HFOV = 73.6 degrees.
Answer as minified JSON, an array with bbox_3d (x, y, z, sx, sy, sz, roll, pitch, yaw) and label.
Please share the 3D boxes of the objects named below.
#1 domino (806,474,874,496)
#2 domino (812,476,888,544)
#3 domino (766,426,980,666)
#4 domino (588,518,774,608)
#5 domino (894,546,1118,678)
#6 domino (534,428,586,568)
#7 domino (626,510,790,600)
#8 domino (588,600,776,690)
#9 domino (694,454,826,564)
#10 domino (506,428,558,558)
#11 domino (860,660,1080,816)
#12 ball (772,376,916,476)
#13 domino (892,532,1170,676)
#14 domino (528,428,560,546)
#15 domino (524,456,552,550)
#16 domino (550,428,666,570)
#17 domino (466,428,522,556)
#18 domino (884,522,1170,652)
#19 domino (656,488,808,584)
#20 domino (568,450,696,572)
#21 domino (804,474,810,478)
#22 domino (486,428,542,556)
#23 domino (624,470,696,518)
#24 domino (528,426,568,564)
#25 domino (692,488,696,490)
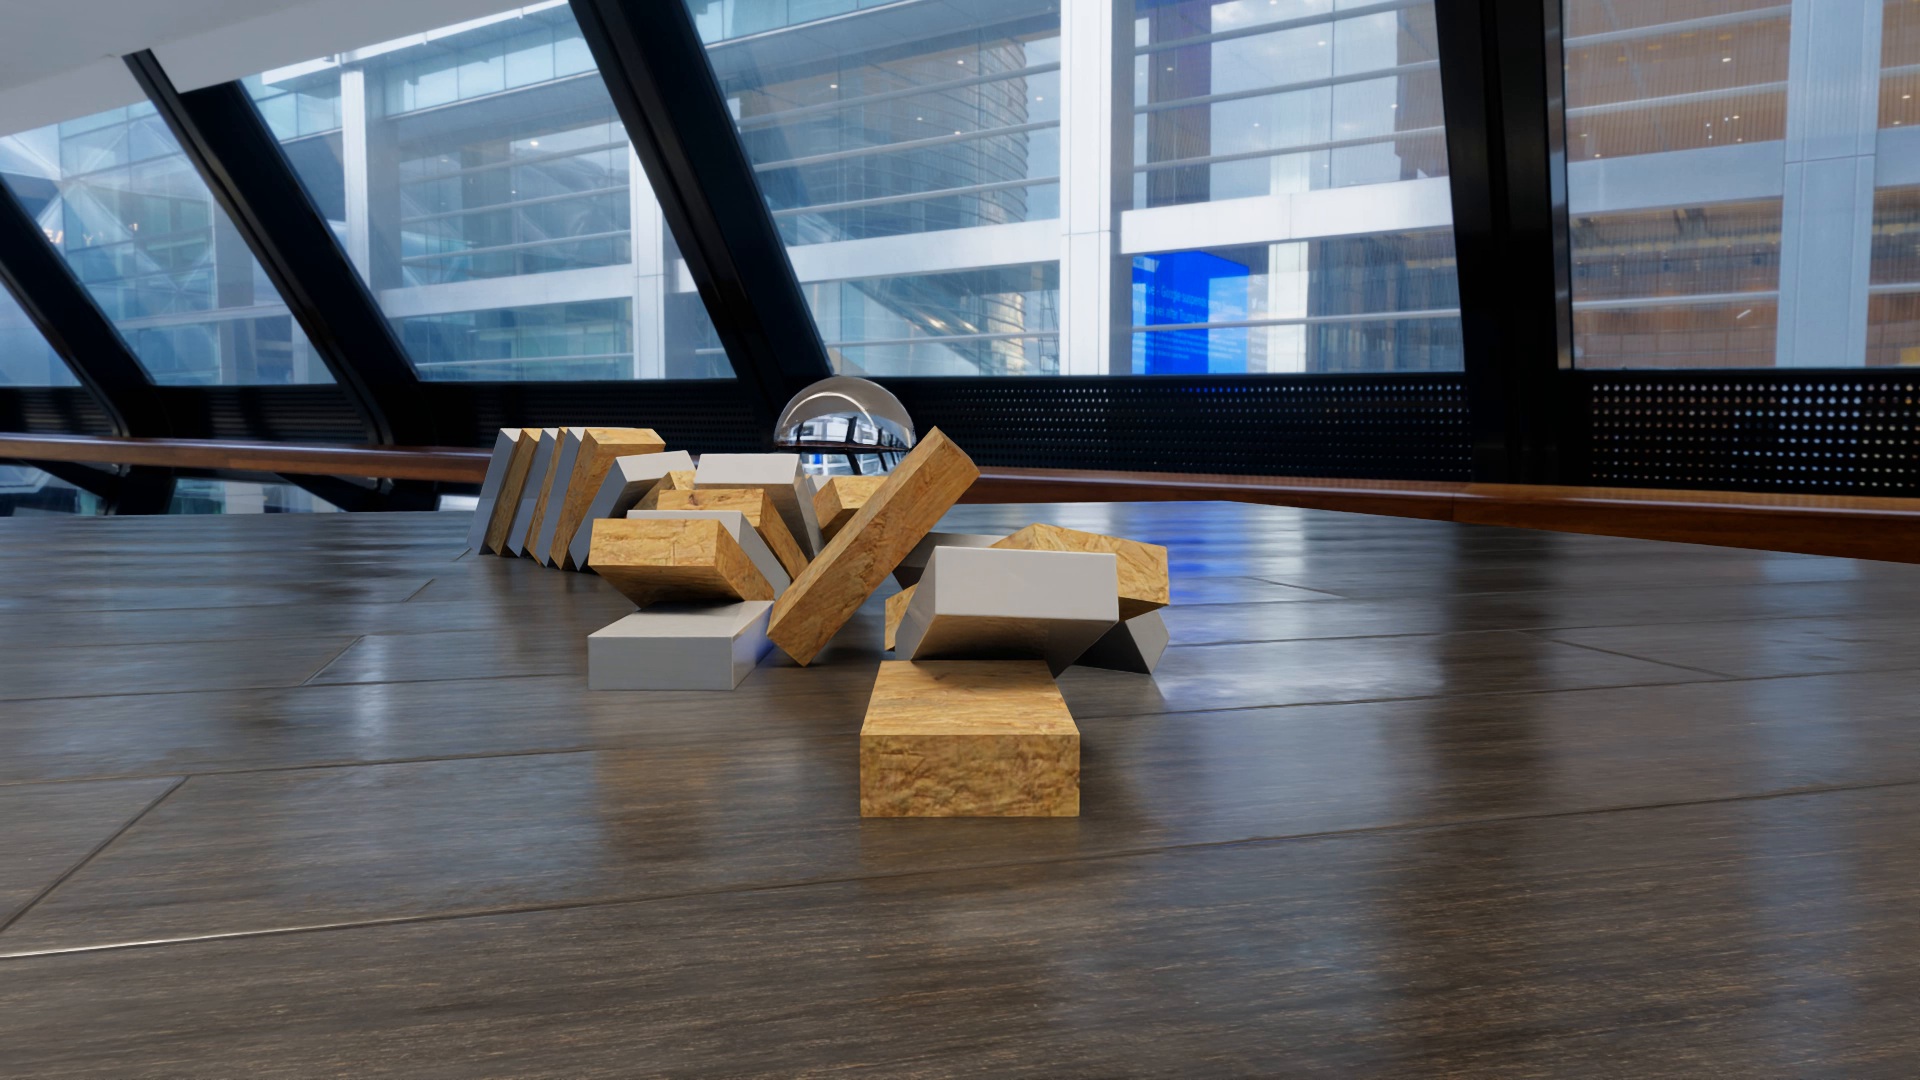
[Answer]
[{"bbox_3d":[-0.048,-0.003,0.378,0.050,0.010,0.025,-35,-20,36],"label":"domino"},{"bbox_3d":[-0.036,-0.001,0.361,0.025,0.009,0.050,-3,-25,-39],"label":"domino"},{"bbox_3d":[-0.017,0.000,0.254,0.009,0.050,0.025,42,5,-11],"label":"domino"},{"bbox_3d":[-0.058,0.008,0.273,0.025,0.009,0.050,0,-18,5],"label":"domino"},{"bbox_3d":[0.005,0.013,0.196,0.025,0.009,0.050,3,-18,-9],"label":"domino"},{"bbox_3d":[-0.127,-0.015,0.442,0.025,0.050,0.010,-4,36,-45],"label":"domino"},{"bbox_3d":[-0.057,0.006,0.298,0.025,0.009,0.050,0,-19,5],"label":"domino"},{"bbox_3d":[-0.052,0.019,0.246,0.025,0.010,0.050,0,4,0],"label":"domino"},{"bbox_3d":[-0.050,-0.003,0.336,0.025,0.010,0.050,1,-37,7],"label":"domino"},{"bbox_3d":[-0.151,-0.018,0.483,0.009,0.050,0.025,37,24,29],"label":"domino"},{"bbox_3d":[0.001,0.025,0.171,0.025,0.010,0.050,0,4,-1],"label":"domino"},{"bbox_3d":[-0.064,-0.051,0.714,0.080,0.080,0.080,0,4,0],"label":"ball"},{"bbox_3d":[0.013,0.012,0.247,0.050,0.025,0.009,3,47,38],"label":"domino"},{"bbox_3d":[-0.137,-0.016,0.464,0.025,0.050,0.009,-4,35,-46],"label":"domino"},{"bbox_3d":[-0.142,-0.017,0.476,0.010,0.050,0.025,38,25,30],"label":"domino"},{"bbox_3d":[-0.119,-0.014,0.434,0.025,0.050,0.010,-4,38,-45],"label":"domino"},{"bbox_3d":[-0.170,-0.019,0.494,0.010,0.050,0.025,37,24,29],"label":"domino"},{"bbox_3d":[0.010,0.010,0.218,0.025,0.009,0.050,10,-20,-28],"label":"domino"},{"bbox_3d":[-0.055,0.003,0.319,0.025,0.010,0.050,0,-24,8],"label":"domino"},{"bbox_3d":[-0.107,-0.009,0.420,0.025,0.010,0.050,-10,-28,-42],"label":"domino"},{"bbox_3d":[-0.065,-0.003,0.388,0.050,0.009,0.025,-35,-19,36],"label":"domino"},{"bbox_3d":[-0.160,-0.018,0.489,0.009,0.050,0.025,37,24,29],"label":"domino"},{"bbox_3d":[-0.094,-0.005,0.411,0.025,0.009,0.050,-5,-25,-48],"label":"domino"},{"bbox_3d":[-0.133,-0.015,0.452,0.025,0.050,0.009,-4,36,-45],"label":"domino"},{"bbox_3d":[-0.079,-0.005,0.399,0.050,0.010,0.025,-37,-20,36],"label":"domino"}]
